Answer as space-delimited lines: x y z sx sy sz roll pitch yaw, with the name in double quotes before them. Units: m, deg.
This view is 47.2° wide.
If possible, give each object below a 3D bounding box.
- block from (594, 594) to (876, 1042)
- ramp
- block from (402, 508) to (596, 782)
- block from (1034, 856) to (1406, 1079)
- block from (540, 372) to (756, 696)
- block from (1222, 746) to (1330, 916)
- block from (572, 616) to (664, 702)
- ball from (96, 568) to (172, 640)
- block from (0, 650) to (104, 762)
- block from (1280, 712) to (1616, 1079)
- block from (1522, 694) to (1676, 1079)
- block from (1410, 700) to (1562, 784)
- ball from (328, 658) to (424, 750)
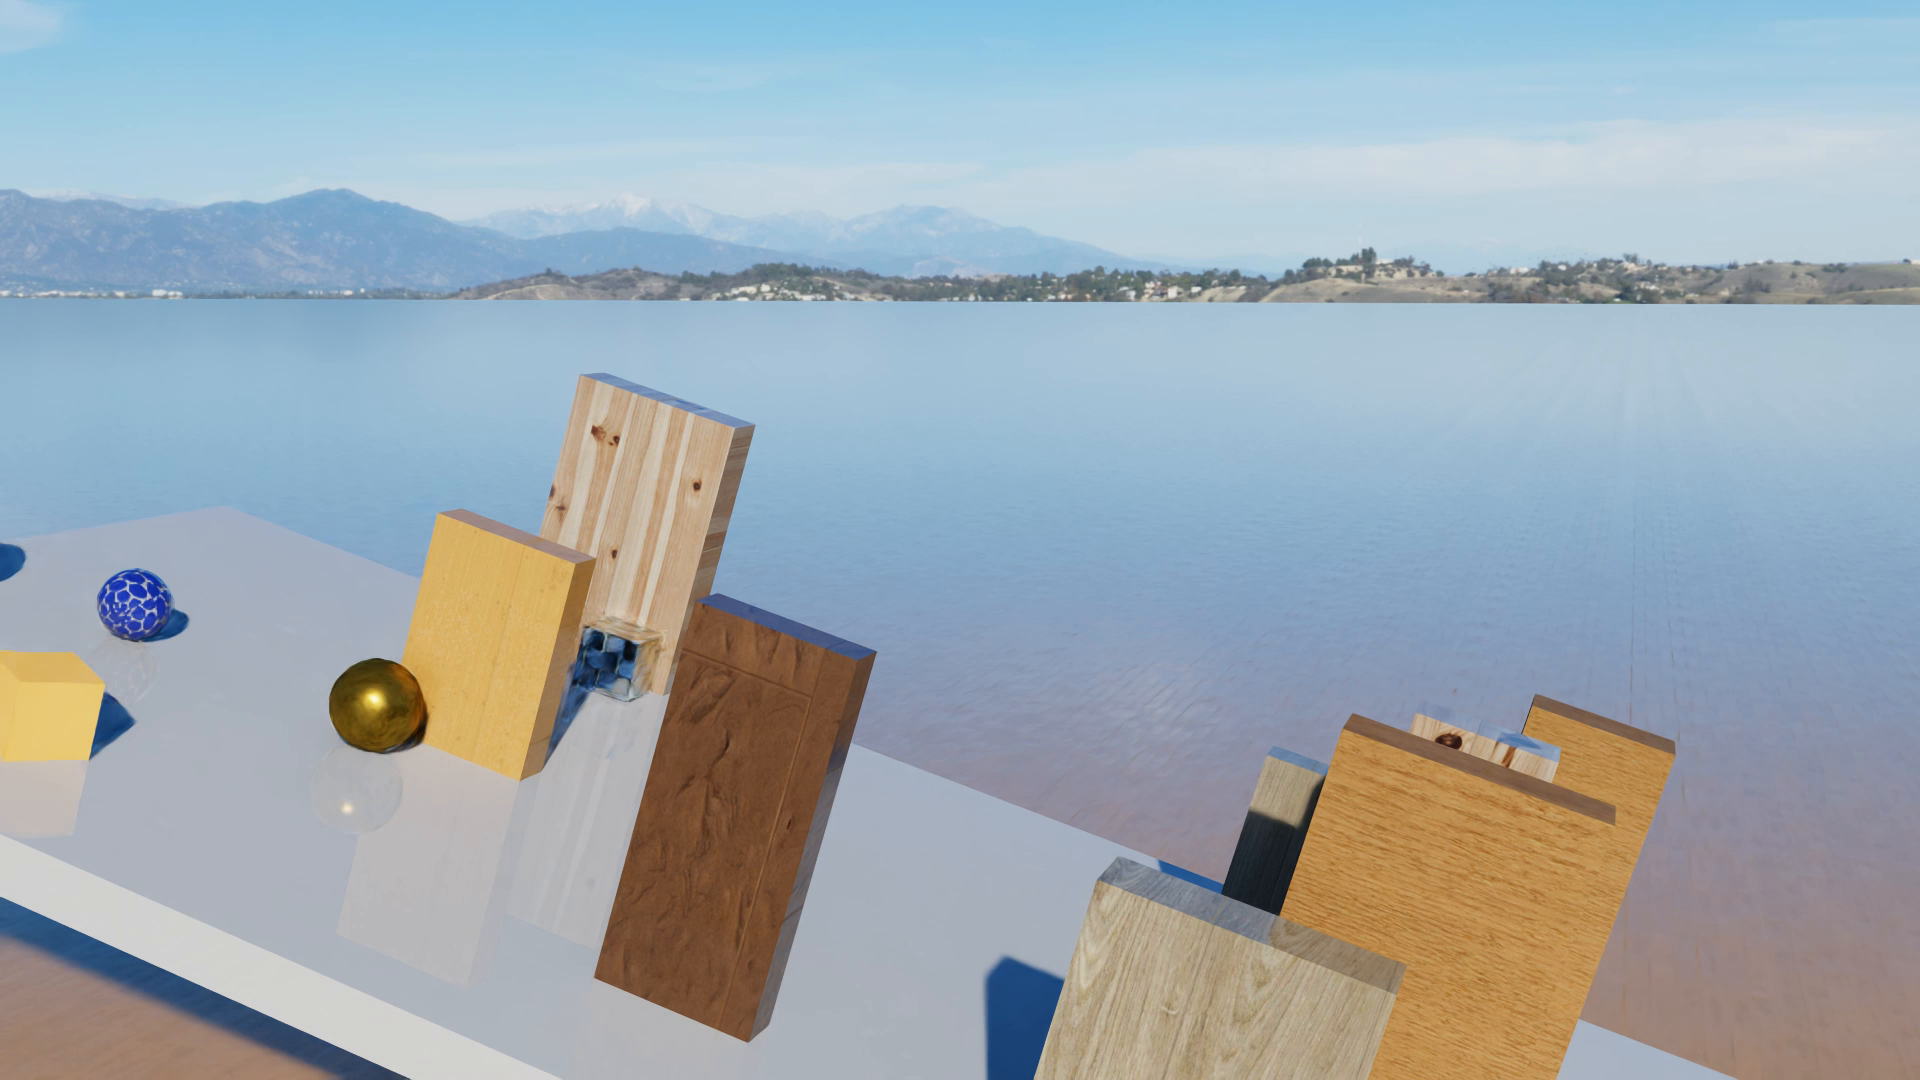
"block" -0.367 0.449 3.559 0.285 0.664 0.090 19 12 14
"ramp" -0.369 0.712 4.234 4.000 0.100 2.000 19 12 14
"block" -0.942 0.208 4.412 0.313 0.461 0.094 19 12 14
"block" 0.339 0.800 3.171 0.440 0.547 0.137 19 12 14
"block" -0.774 -0.017 5.208 0.407 0.662 0.125 19 12 14
"block" 0.650 0.684 4.267 0.261 0.502 0.089 19 12 14
"block" -0.793 0.274 5.099 0.142 0.142 0.142 17 11 13
"ball" -1.696 0.132 4.520 0.146 0.146 0.146 0 7 0
"block" -1.618 0.292 3.867 0.147 0.147 0.147 5 16 -44
"block" 0.707 0.717 3.515 0.431 0.769 0.132 19 12 14
"block" 1.154 0.697 4.351 0.279 0.722 0.135 19 12 14
"block" 0.773 0.684 3.738 0.240 0.780 0.120 19 12 14
"ball" -1.142 0.322 4.303 0.180 0.180 0.180 0 7 0
